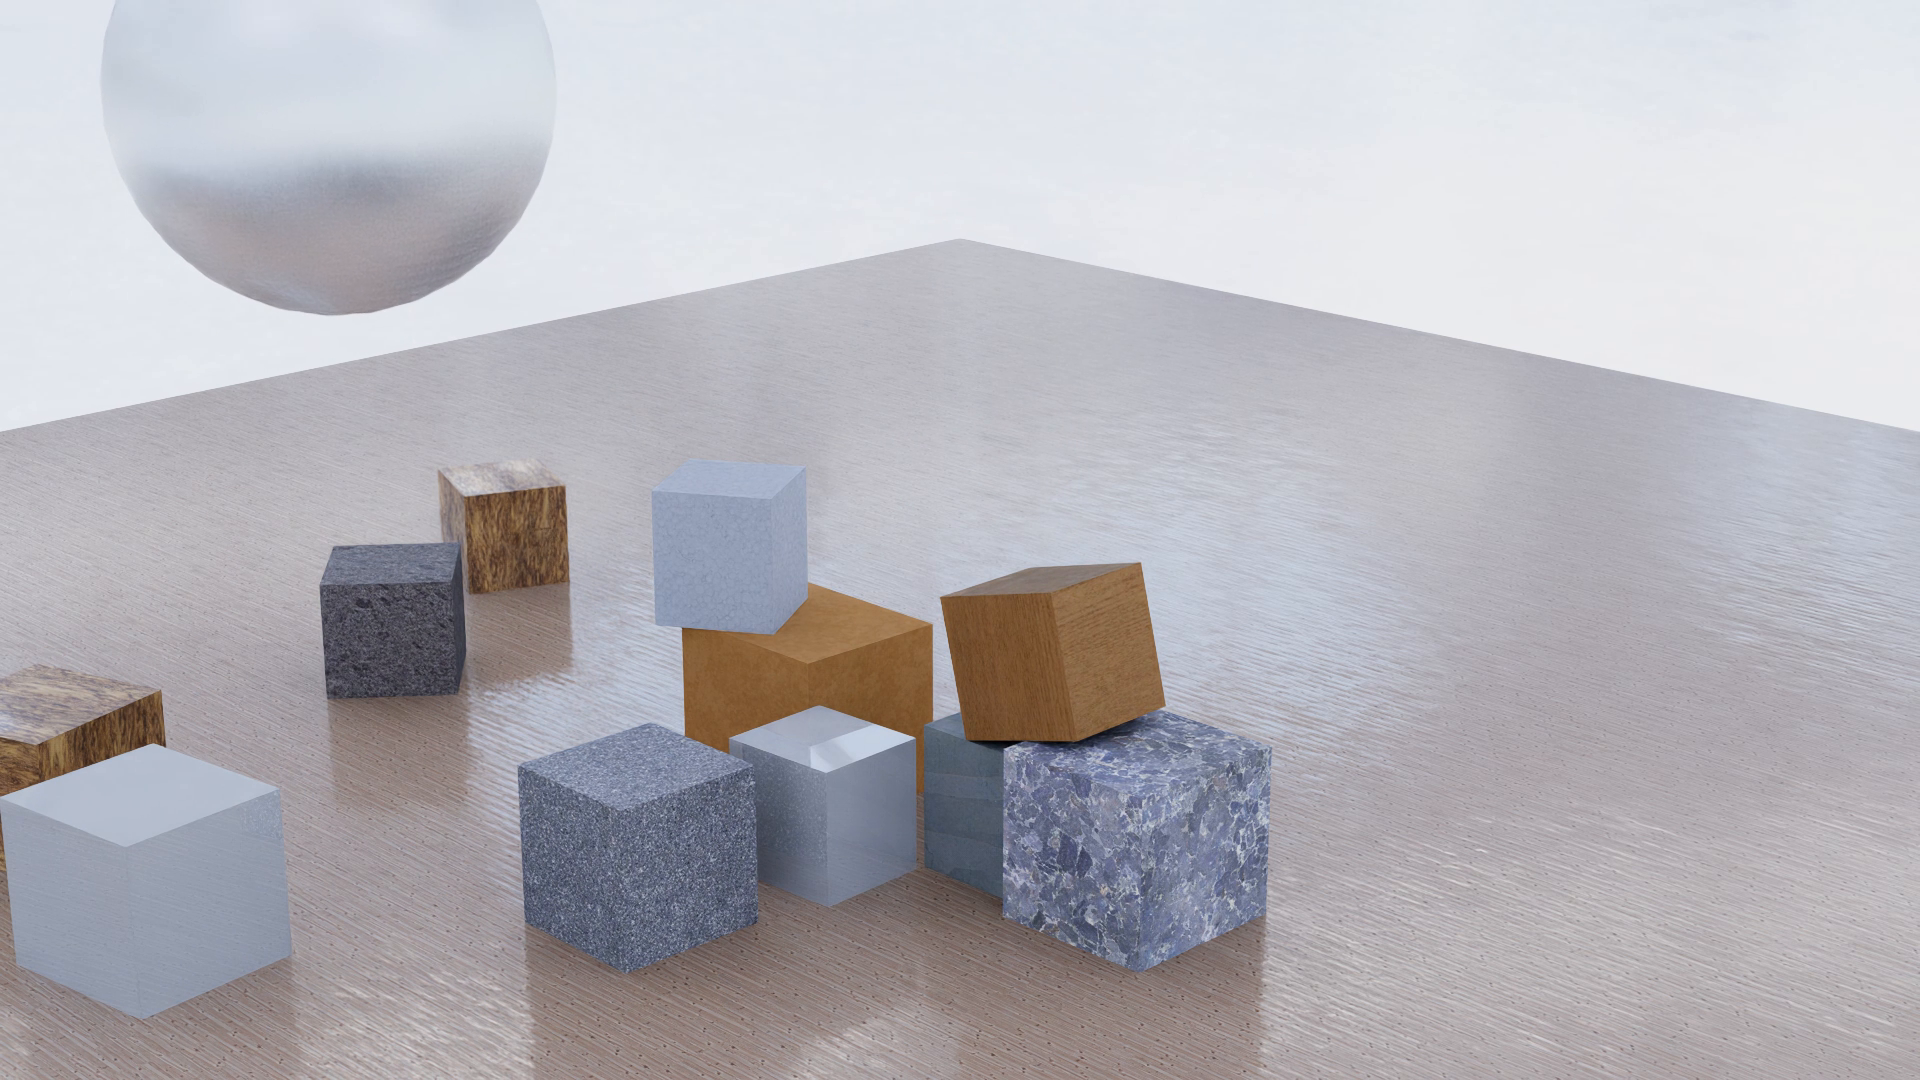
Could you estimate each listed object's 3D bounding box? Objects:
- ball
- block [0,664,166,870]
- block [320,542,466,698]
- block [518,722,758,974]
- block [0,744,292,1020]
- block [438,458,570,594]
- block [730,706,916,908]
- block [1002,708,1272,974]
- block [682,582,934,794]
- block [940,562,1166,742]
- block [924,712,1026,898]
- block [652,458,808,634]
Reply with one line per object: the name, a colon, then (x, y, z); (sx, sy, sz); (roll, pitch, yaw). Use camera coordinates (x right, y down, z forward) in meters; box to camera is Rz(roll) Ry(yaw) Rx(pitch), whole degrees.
ball: (-2.244, -1.604, 10.485); (1.600, 1.600, 1.600); (0, 17, 0)
block: (-4.310, 1.080, 13.790); (0.787, 0.672, 0.806); (9, 20, 27)
block: (-3.067, 0.430, 15.912); (0.690, 0.638, 0.696); (-2, 18, -5)
block: (-1.407, 1.334, 12.853); (0.739, 0.748, 0.722); (-16, 24, -42)
block: (-3.462, 1.435, 12.492); (0.855, 0.771, 0.790); (13, 22, 36)
block: (-2.746, -0.091, 17.631); (0.613, 0.603, 0.653); (-7, 19, -22)
block: (-0.625, 1.208, 13.420); (0.625, 0.647, 0.576); (15, 23, 40)
block: (0.777, 1.287, 12.919); (0.850, 0.797, 0.808); (-17, 24, -42)
block: (-0.744, 0.800, 14.373); (0.809, 0.854, 0.926); (-16, 24, -42)
block: (0.415, 0.498, 13.073); (0.677, 0.659, 0.605); (-3, 10, 45)
block: (0.295, 1.171, 13.451); (0.664, 0.700, 0.633); (-17, 24, -42)
block: (-1.114, 0.026, 14.280); (0.597, 0.679, 0.577); (4, 18, 13)
